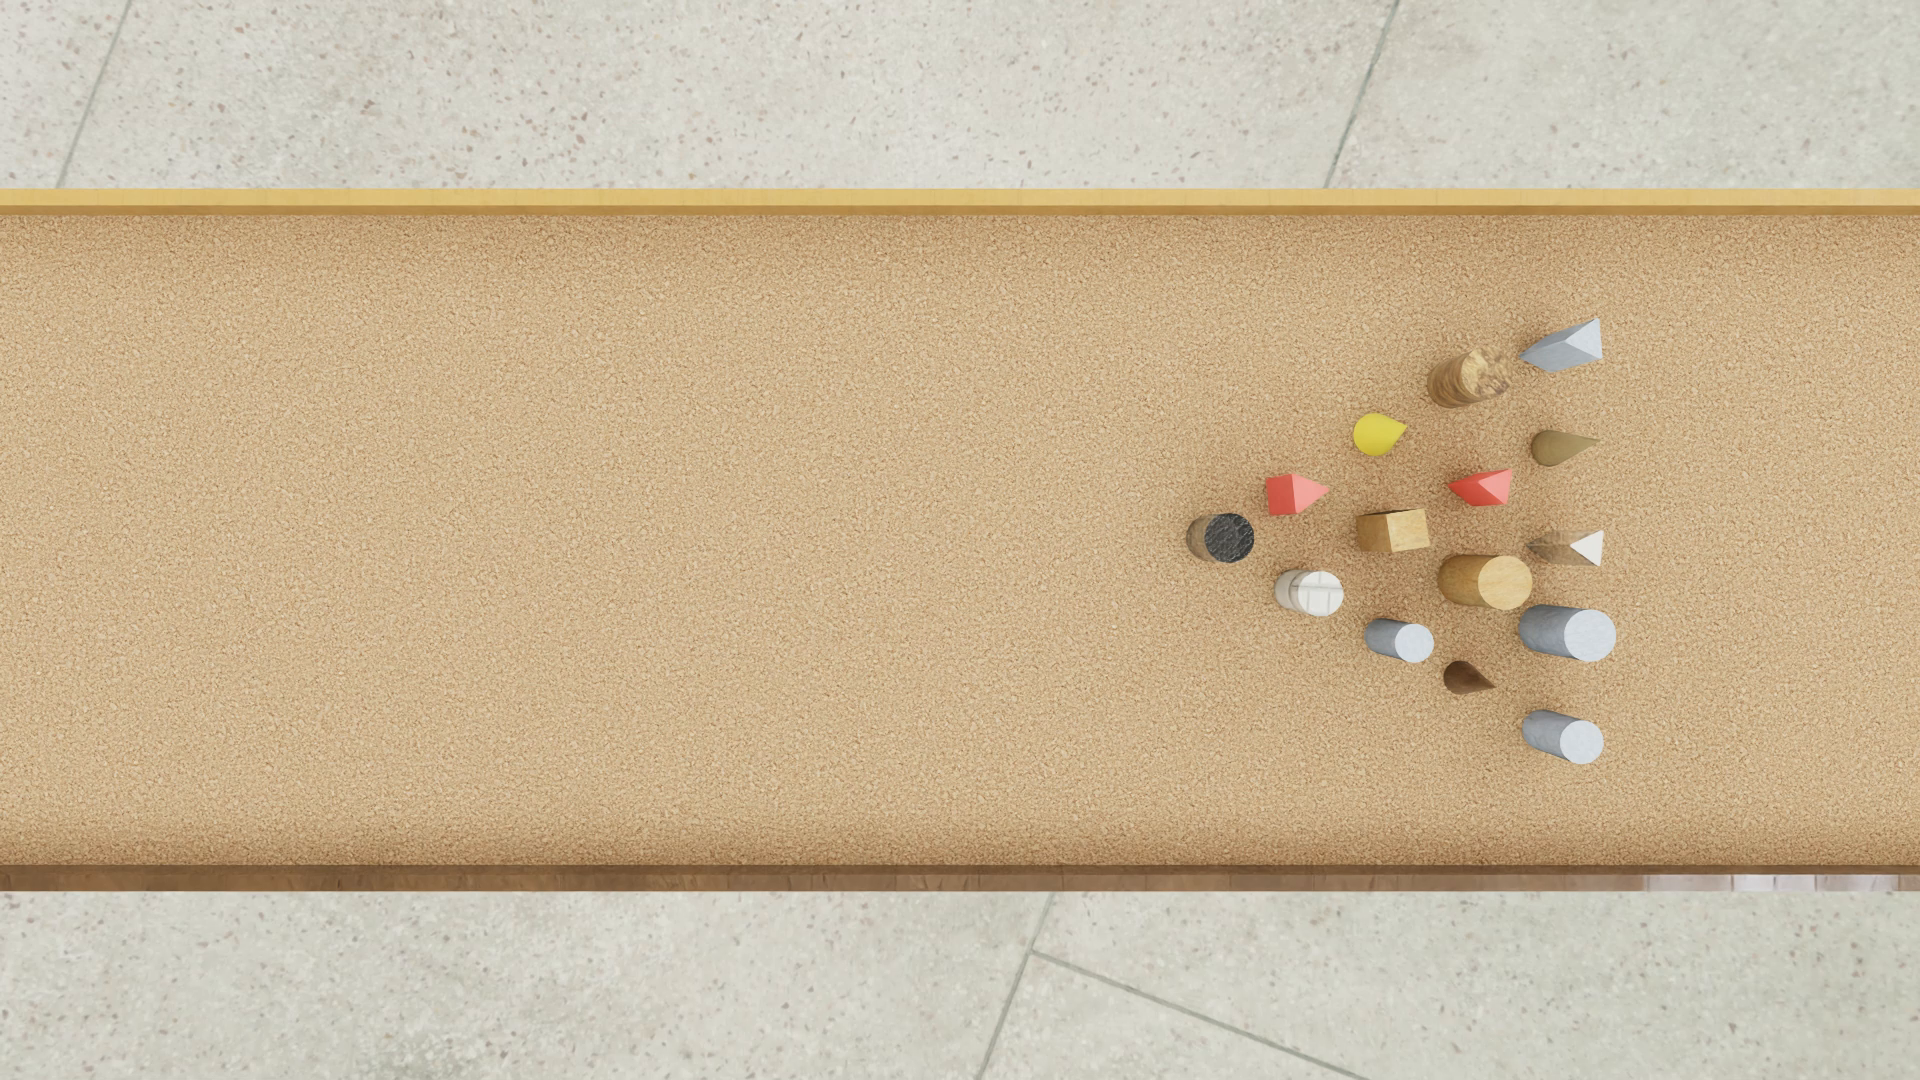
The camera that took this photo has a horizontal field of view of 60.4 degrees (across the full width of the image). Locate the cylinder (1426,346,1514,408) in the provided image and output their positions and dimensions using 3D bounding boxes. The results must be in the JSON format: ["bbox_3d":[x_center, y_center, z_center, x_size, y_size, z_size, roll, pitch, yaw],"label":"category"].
[{"bbox_3d":[1.511,-0.479,4.902,0.150,0.350,0.150,0,90,0],"label":"cylinder"}]

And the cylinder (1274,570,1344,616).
[{"bbox_3d":[1.031,0.154,4.894,0.129,0.365,0.129,0,90,0],"label":"cylinder"}]

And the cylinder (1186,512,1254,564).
[{"bbox_3d":[0.767,-0.006,4.885,0.143,0.382,0.143,0,90,0],"label":"cylinder"}]

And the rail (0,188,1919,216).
[{"bbox_3d":[-2.247,-1.025,5.002,12.000,0.150,0.050,0,90,0],"label":"rail"}]

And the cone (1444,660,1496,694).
[{"bbox_3d":[1.540,0.424,4.905,0.106,0.343,0.106,0,90,0],"label":"cone"}]

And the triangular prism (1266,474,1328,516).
[{"bbox_3d":[0.973,-0.149,4.878,0.113,0.397,0.098,-37,90,0],"label":"triangular prism"}]

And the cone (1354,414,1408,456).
[{"bbox_3d":[1.277,-0.325,4.890,0.132,0.373,0.132,0,90,0],"label":"cone"}]

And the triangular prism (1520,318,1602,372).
[{"bbox_3d":[1.791,-0.585,4.880,0.115,0.392,0.099,25,90,0],"label":"triangular prism"}]

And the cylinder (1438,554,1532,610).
[{"bbox_3d":[1.547,0.121,4.879,0.154,0.396,0.154,0,90,0],"label":"cylinder"}]

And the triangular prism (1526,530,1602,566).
[{"bbox_3d":[1.806,0.009,4.888,0.101,0.377,0.087,35,90,0],"label":"triangular prism"}]

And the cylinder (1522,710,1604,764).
[{"bbox_3d":[1.793,0.583,4.916,0.126,0.321,0.126,0,90,0],"label":"cylinder"}]

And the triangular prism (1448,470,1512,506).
[{"bbox_3d":[1.568,-0.170,4.925,0.103,0.303,0.089,39,90,0],"label":"triangular prism"}]

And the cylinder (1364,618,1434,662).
[{"bbox_3d":[1.300,0.295,4.897,0.111,0.359,0.111,0,90,0],"label":"cylinder"}]

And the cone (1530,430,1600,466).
[{"bbox_3d":[1.814,-0.282,4.866,0.114,0.421,0.114,0,90,0],"label":"cone"}]

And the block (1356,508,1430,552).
[{"bbox_3d":[1.279,-0.028,4.892,0.109,0.370,0.109,-9,90,0],"label":"block"}]

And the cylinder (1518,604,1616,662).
[{"bbox_3d":[1.794,0.272,4.885,0.149,0.383,0.149,0,90,0],"label":"cylinder"}]

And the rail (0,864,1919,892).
[{"bbox_3d":[-2.247,1.025,5.001,12.000,0.150,0.050,0,90,0],"label":"rail"}]
